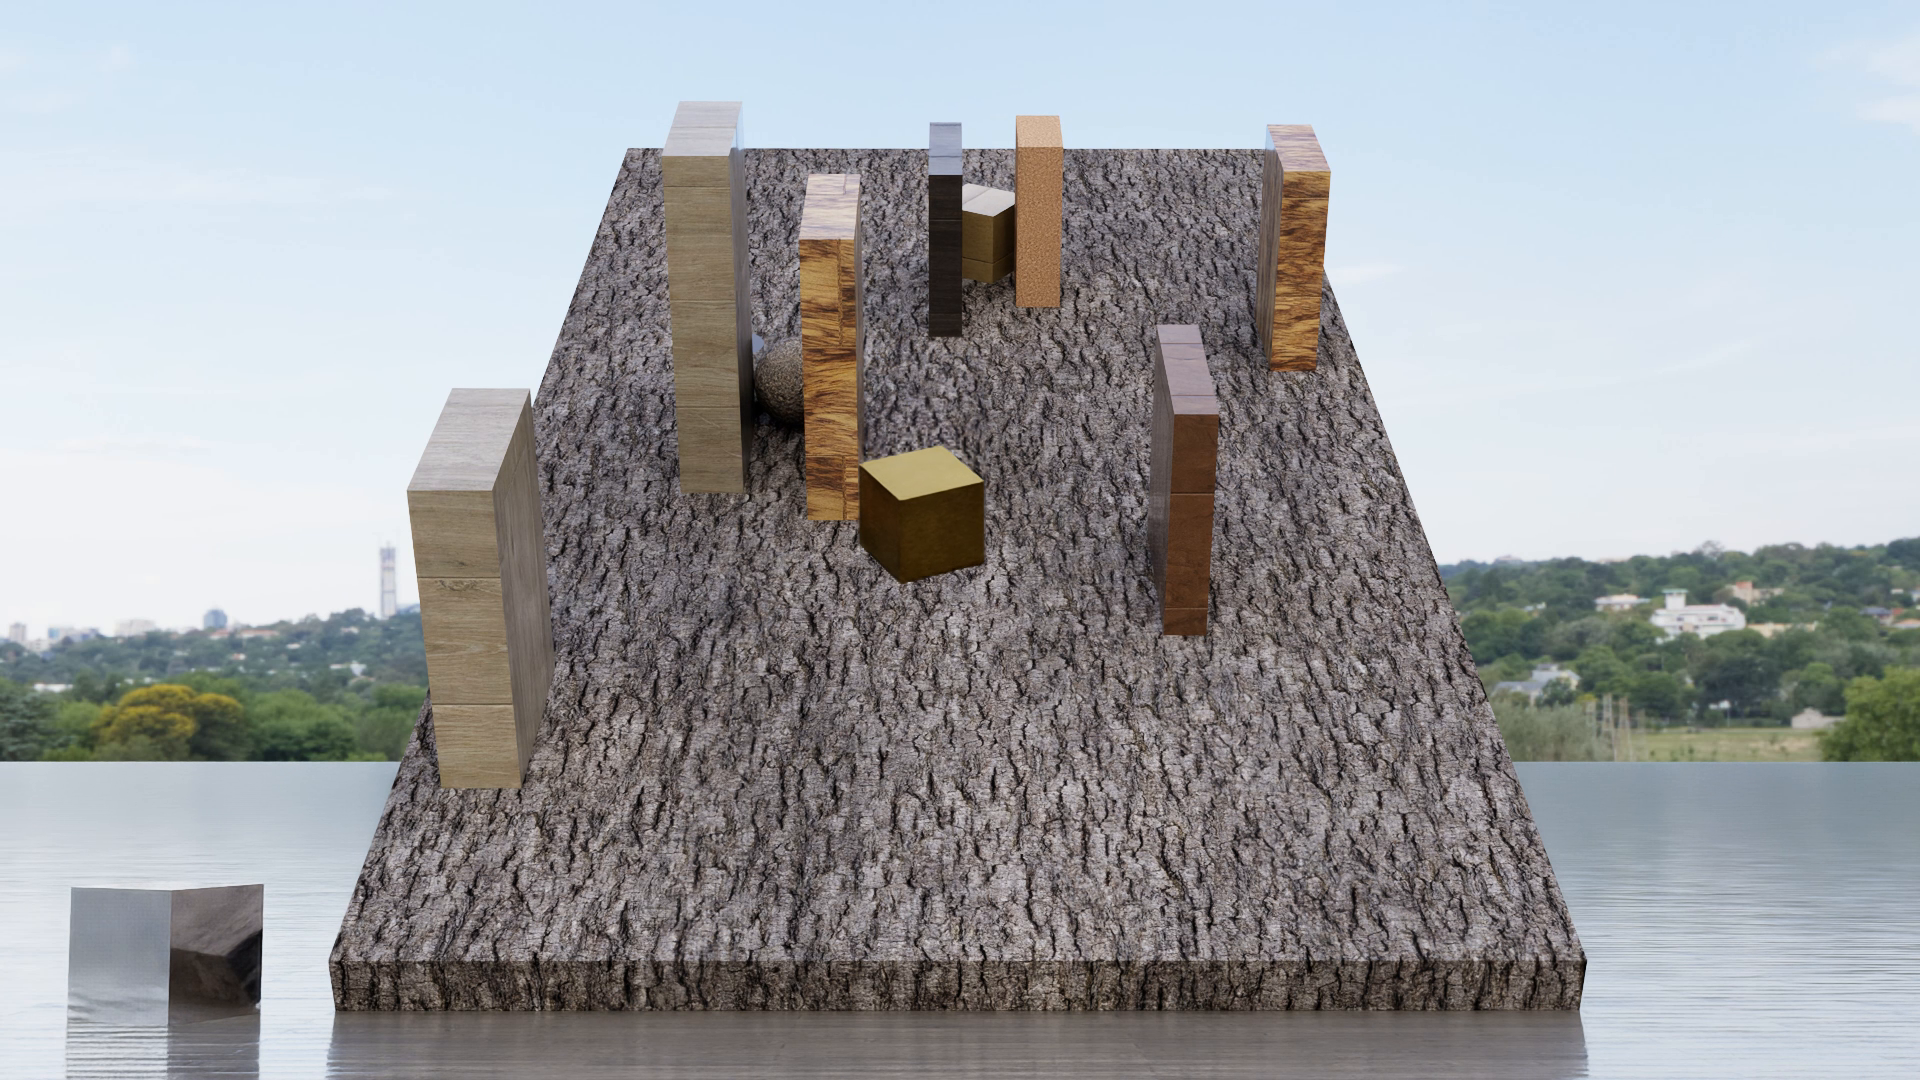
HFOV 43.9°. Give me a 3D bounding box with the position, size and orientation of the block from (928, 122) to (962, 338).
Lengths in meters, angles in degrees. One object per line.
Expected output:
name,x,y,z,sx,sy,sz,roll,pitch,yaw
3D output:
block,-0.037,-0.797,6.097,0.083,0.429,0.410,0,28,0

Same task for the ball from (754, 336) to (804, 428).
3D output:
ball,-0.372,-0.365,5.513,0.209,0.209,0.209,0,-5,0

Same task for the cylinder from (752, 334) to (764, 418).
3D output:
cylinder,-0.539,-0.385,5.597,0.164,0.164,0.164,0,28,0

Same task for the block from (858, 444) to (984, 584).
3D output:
block,-0.080,-0.055,4.945,0.192,0.192,0.192,-14,31,-24

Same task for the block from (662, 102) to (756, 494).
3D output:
block,-0.544,-0.530,5.220,0.138,0.773,0.366,0,28,0

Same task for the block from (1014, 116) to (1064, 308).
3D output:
block,0.202,-0.857,6.205,0.113,0.433,0.257,0,28,0

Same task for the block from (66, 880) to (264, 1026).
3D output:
block,-1.248,0.646,3.751,0.205,0.205,0.205,-2,-6,25

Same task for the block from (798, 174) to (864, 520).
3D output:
block,-0.272,-0.419,5.152,0.111,0.641,0.397,0,28,0

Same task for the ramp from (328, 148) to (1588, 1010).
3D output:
ramp,-0.011,-0.223,5.577,2.000,0.100,4.000,0,28,0

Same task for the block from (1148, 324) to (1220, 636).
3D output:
block,0.443,-0.125,4.775,0.084,0.479,0.433,0,28,0

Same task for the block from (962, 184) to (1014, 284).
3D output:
block,0.054,-0.825,6.405,0.189,0.189,0.189,16,32,27

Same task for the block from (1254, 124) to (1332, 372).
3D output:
block,0.814,-0.721,5.869,0.110,0.512,0.351,0,28,0

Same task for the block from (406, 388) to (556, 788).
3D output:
block,-0.846,0.082,4.257,0.141,0.589,0.411,0,28,0
